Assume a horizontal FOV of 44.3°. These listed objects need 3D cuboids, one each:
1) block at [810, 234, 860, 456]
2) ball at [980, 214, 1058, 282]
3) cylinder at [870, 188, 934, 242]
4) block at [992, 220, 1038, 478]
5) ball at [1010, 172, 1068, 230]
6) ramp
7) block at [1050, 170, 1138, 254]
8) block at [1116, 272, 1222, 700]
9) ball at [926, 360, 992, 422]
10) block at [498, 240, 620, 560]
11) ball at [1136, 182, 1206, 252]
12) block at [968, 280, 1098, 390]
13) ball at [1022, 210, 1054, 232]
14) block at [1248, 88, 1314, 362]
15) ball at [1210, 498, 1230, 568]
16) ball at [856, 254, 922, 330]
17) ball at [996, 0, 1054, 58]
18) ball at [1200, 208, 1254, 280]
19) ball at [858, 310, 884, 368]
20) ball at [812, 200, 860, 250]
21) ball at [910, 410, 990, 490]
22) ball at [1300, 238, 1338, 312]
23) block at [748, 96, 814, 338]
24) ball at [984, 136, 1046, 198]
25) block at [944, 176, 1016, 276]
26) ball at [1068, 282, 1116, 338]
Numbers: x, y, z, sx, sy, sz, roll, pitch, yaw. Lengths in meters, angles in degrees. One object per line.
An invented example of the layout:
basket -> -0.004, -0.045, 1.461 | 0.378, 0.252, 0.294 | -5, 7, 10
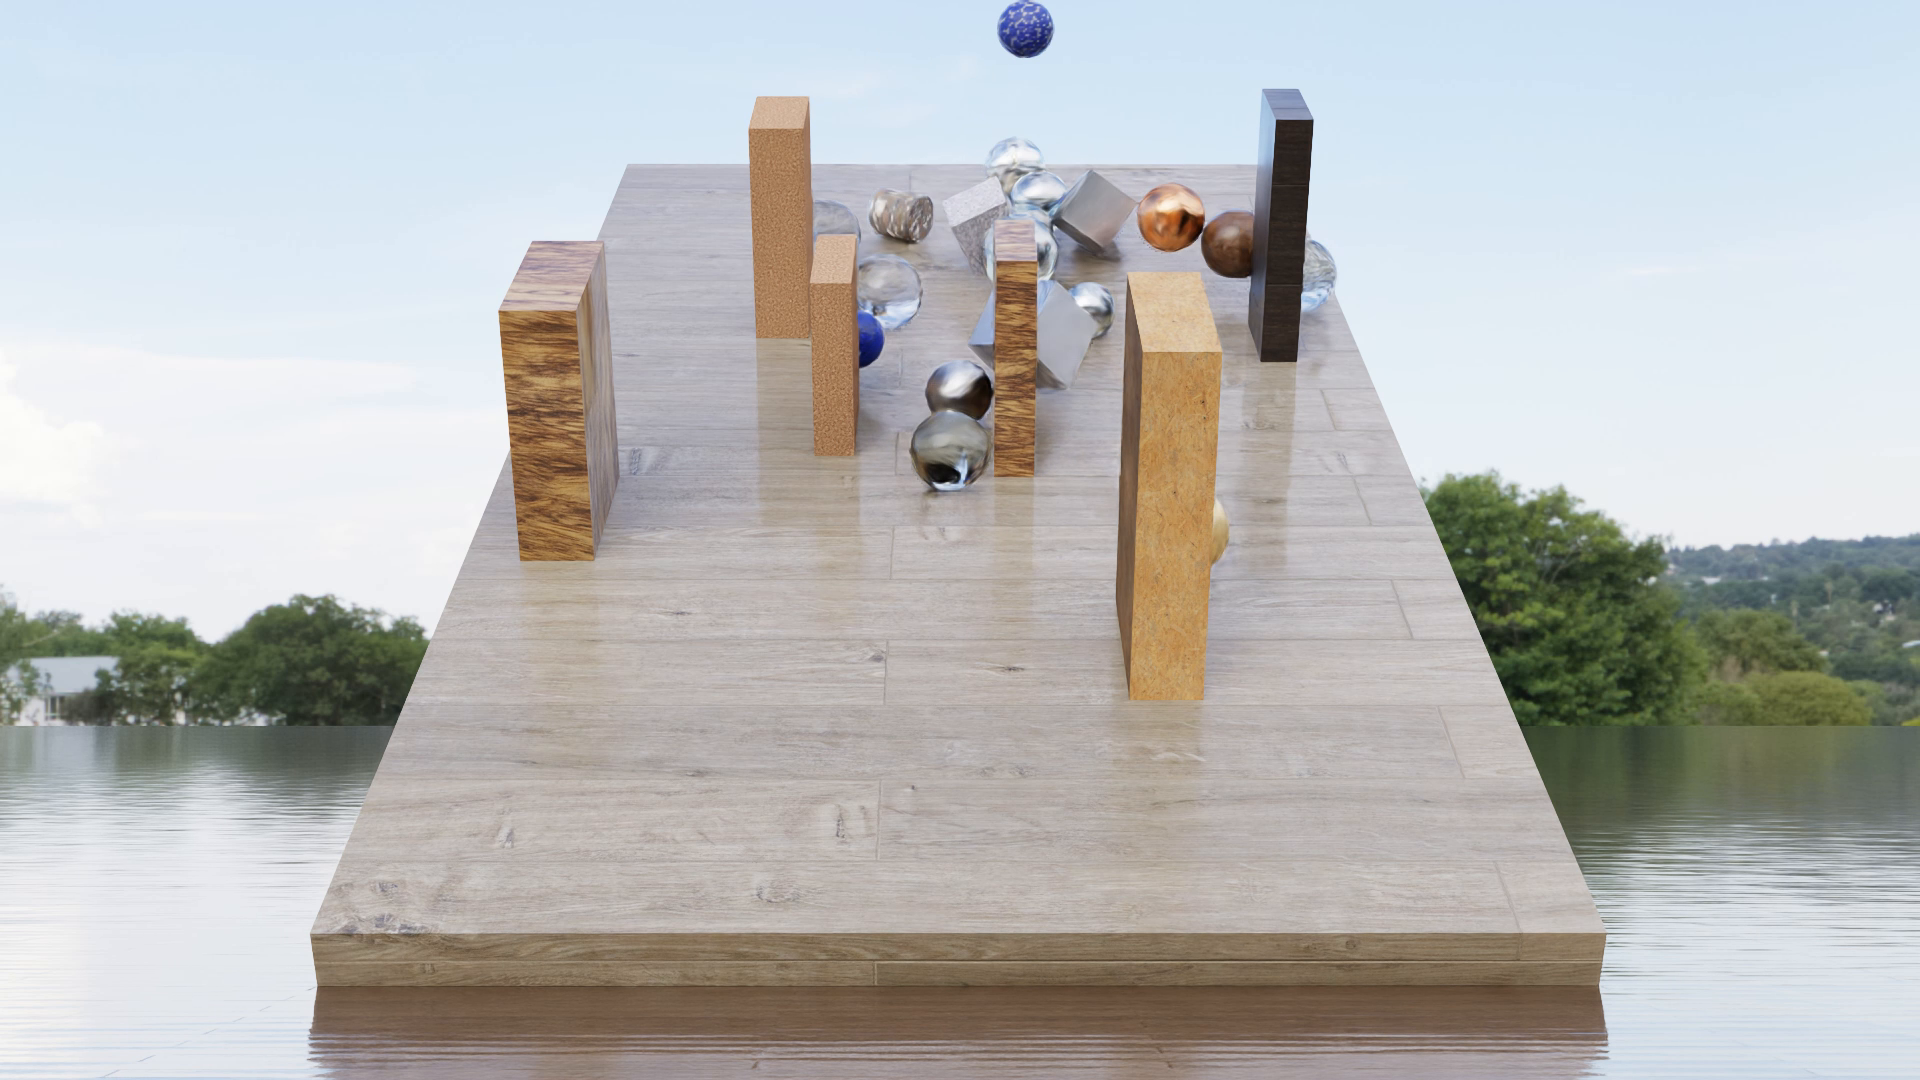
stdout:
block -> -0.280, -0.441, 5.309 | 0.089, 0.407, 0.324 | 0, 26, 0
ball -> 0.156, -0.750, 6.172 | 0.206, 0.206, 0.206 | 0, -4, 0
cylinder -> -0.162, -0.906, 6.566 | 0.130, 0.130, 0.130 | 15, 4, 30
block -> 0.118, -0.421, 5.167 | 0.087, 0.498, 0.274 | 0, 26, 0
ball -> 0.224, -0.947, 6.612 | 0.172, 0.172, 0.172 | 0, -4, 0
ramp -> -0.010, -0.229, 5.452 | 2.000, 0.100, 4.000 | 0, 26, 0
block -> 0.361, -0.886, 6.384 | 0.153, 0.153, 0.153 | 34, -3, -9
block -> 0.375, -0.101, 4.311 | 0.134, 0.678, 0.400 | 0, 26, 0
ball -> -0.002, -0.335, 5.379 | 0.153, 0.153, 0.153 | 0, -4, 0
block -> -0.817, -0.291, 4.848 | 0.150, 0.540, 0.415 | 0, 26, 0
ball -> 0.546, -0.835, 6.100 | 0.177, 0.177, 0.177 | 0, -4, 0
block -> 0.171, -0.479, 5.501 | 0.182, 0.182, 0.182 | 5, -27, 44
ball -> 0.202, -0.850, 6.481 | 0.113, 0.113, 0.113 | 0, -4, 0
block -> 0.780, -0.767, 5.753 | 0.090, 0.607, 0.271 | 0, 26, 0
ball -> 0.446, -0.018, 4.704 | 0.182, 0.182, 0.182 | 0, -4, 0
ball -> -0.191, -0.623, 5.923 | 0.194, 0.194, 0.194 | 0, -4, 0
ball -> 0.190, -1.477, 6.819 | 0.167, 0.167, 0.167 | 0, -4, 0
ball -> 0.713, -0.766, 6.099 | 0.181, 0.181, 0.181 | 0, -4, 0
ball -> -0.248, -0.474, 5.551 | 0.140, 0.140, 0.140 | 0, -4, 0
ball -> -0.360, -0.821, 6.334 | 0.187, 0.187, 0.187 | 0, -4, 0
ball -> -0.022, -0.192, 5.069 | 0.171, 0.171, 0.171 | 0, -4, 0
ball -> 0.869, -0.679, 6.044 | 0.193, 0.193, 0.193 | 0, -4, 0
block -> -0.444, -0.810, 5.912 | 0.132, 0.538, 0.289 | 0, 26, 0
ball -> 0.161, -1.089, 6.895 | 0.177, 0.177, 0.177 | 0, -4, 0
block -> 0.071, -0.844, 6.327 | 0.162, 0.162, 0.162 | -25, 34, 7
ball -> 0.320, -0.574, 5.887 | 0.140, 0.140, 0.140 | 0, -4, 0
